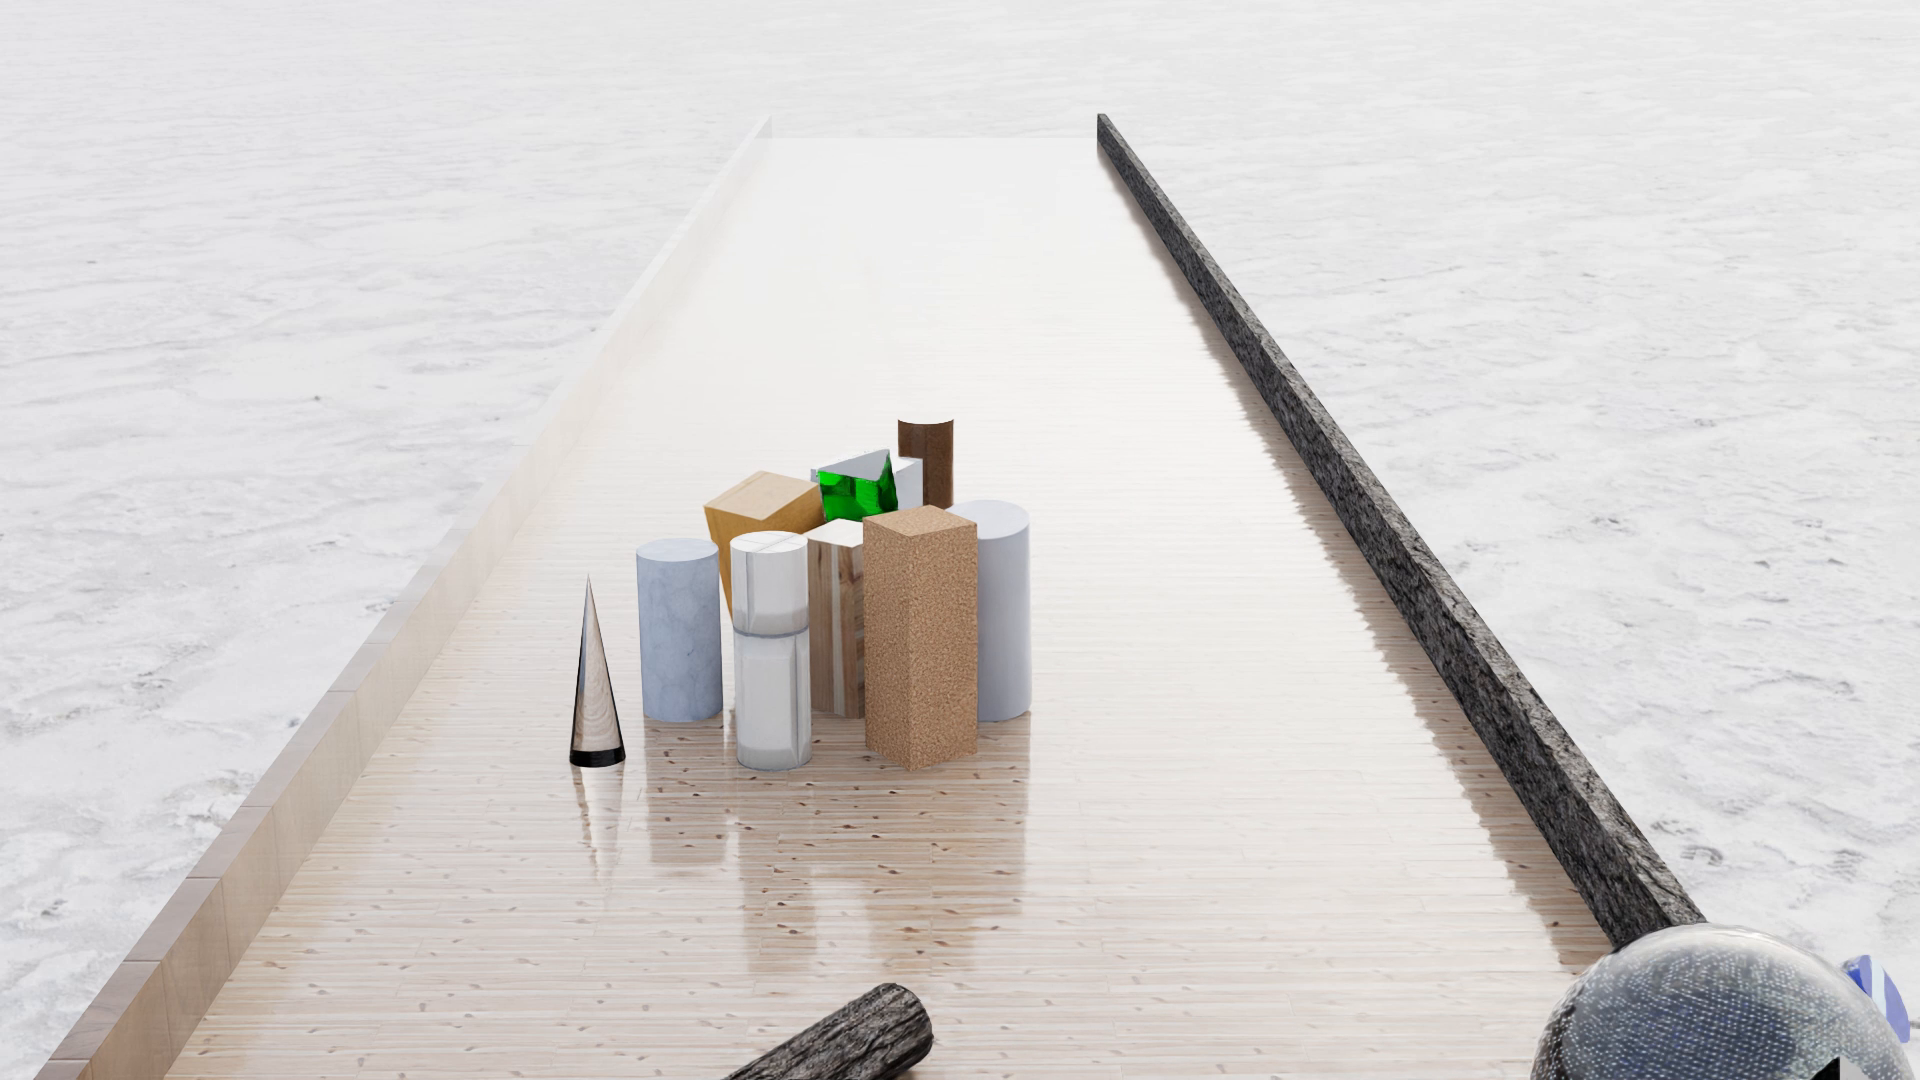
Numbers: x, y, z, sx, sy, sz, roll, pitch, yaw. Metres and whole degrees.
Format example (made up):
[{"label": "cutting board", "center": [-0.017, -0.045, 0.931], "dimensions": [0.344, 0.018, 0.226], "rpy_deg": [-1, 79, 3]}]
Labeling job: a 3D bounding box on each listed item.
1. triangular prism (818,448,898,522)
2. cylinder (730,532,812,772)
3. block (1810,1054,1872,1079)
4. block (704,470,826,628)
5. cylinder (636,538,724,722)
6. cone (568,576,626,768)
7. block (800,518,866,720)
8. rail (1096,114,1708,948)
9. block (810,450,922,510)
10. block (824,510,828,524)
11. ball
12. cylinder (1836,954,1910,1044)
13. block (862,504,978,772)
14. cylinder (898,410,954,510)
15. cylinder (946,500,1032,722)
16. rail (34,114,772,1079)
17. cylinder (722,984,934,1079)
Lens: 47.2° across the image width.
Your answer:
[{"label": "triangular prism", "center": [-0.144, 0.049, 4.249], "dimensions": [0.145, 0.444, 0.125], "rpy_deg": [11, 32, 35]}, {"label": "cylinder", "center": [-0.331, 0.195, 3.866], "dimensions": [0.133, 0.401, 0.133], "rpy_deg": [0, 17, 0]}, {"label": "block", "center": [0.740, 0.667, 2.068], "dimensions": [0.121, 0.377, 0.121], "rpy_deg": [40, 27, 7]}, {"label": "block", "center": [-0.359, 0.063, 4.356], "dimensions": [0.162, 0.346, 0.162], "rpy_deg": [14, 36, 38]}, {"label": "cylinder", "center": [-0.524, 0.167, 4.116], "dimensions": [0.152, 0.313, 0.152], "rpy_deg": [0, 17, 0]}, {"label": "cone", "center": [-0.647, 0.221, 3.874], "dimensions": [0.101, 0.348, 0.101], "rpy_deg": [0, 17, 0]}, {"label": "block", "center": [-0.209, 0.147, 4.132], "dimensions": [0.126, 0.338, 0.126], "rpy_deg": [11, 21, 32]}, {"label": "rail", "center": [0.932, -0.844, 7.801], "dimensions": [0.050, 0.150, 12.000], "rpy_deg": [0, 17, -1]}, {"label": "block", "center": [-0.196, -0.001, 4.651], "dimensions": [0.173, 0.331, 0.173], "rpy_deg": [8, 18, 25]}, {"label": "block", "center": [-0.185, 0.073, 4.363], "dimensions": [0.109, 0.326, 0.109], "rpy_deg": [-11, 26, -1]}, {"label": "ball", "center": [0.800, 0.601, 2.312], "dimensions": [0.391, 0.391, 0.391], "rpy_deg": [0, 17, 0]}, {"label": "cylinder", "center": [0.901, 0.609, 2.588], "dimensions": [0.403, 0.104, 0.104], "rpy_deg": [-33, -4, 33]}, {"label": "block", "center": [-0.070, 0.172, 3.896], "dimensions": [0.144, 0.430, 0.144], "rpy_deg": [-11, 20, -34]}, {"label": "cylinder", "center": [-0.075, -0.090, 4.873], "dimensions": [0.125, 0.374, 0.125], "rpy_deg": [0, 17, 0]}, {"label": "cylinder", "center": [0.050, 0.131, 4.077], "dimensions": [0.164, 0.380, 0.164], "rpy_deg": [-1, 27, 1]}, {"label": "rail", "center": [-1.118, -0.838, 7.780], "dimensions": [0.050, 0.150, 12.000], "rpy_deg": [0, 17, -1]}, {"label": "cylinder", "center": [-0.211, 0.685, 2.728], "dimensions": [0.112, 0.112, 0.434], "rpy_deg": [12, 21, 36]}]
